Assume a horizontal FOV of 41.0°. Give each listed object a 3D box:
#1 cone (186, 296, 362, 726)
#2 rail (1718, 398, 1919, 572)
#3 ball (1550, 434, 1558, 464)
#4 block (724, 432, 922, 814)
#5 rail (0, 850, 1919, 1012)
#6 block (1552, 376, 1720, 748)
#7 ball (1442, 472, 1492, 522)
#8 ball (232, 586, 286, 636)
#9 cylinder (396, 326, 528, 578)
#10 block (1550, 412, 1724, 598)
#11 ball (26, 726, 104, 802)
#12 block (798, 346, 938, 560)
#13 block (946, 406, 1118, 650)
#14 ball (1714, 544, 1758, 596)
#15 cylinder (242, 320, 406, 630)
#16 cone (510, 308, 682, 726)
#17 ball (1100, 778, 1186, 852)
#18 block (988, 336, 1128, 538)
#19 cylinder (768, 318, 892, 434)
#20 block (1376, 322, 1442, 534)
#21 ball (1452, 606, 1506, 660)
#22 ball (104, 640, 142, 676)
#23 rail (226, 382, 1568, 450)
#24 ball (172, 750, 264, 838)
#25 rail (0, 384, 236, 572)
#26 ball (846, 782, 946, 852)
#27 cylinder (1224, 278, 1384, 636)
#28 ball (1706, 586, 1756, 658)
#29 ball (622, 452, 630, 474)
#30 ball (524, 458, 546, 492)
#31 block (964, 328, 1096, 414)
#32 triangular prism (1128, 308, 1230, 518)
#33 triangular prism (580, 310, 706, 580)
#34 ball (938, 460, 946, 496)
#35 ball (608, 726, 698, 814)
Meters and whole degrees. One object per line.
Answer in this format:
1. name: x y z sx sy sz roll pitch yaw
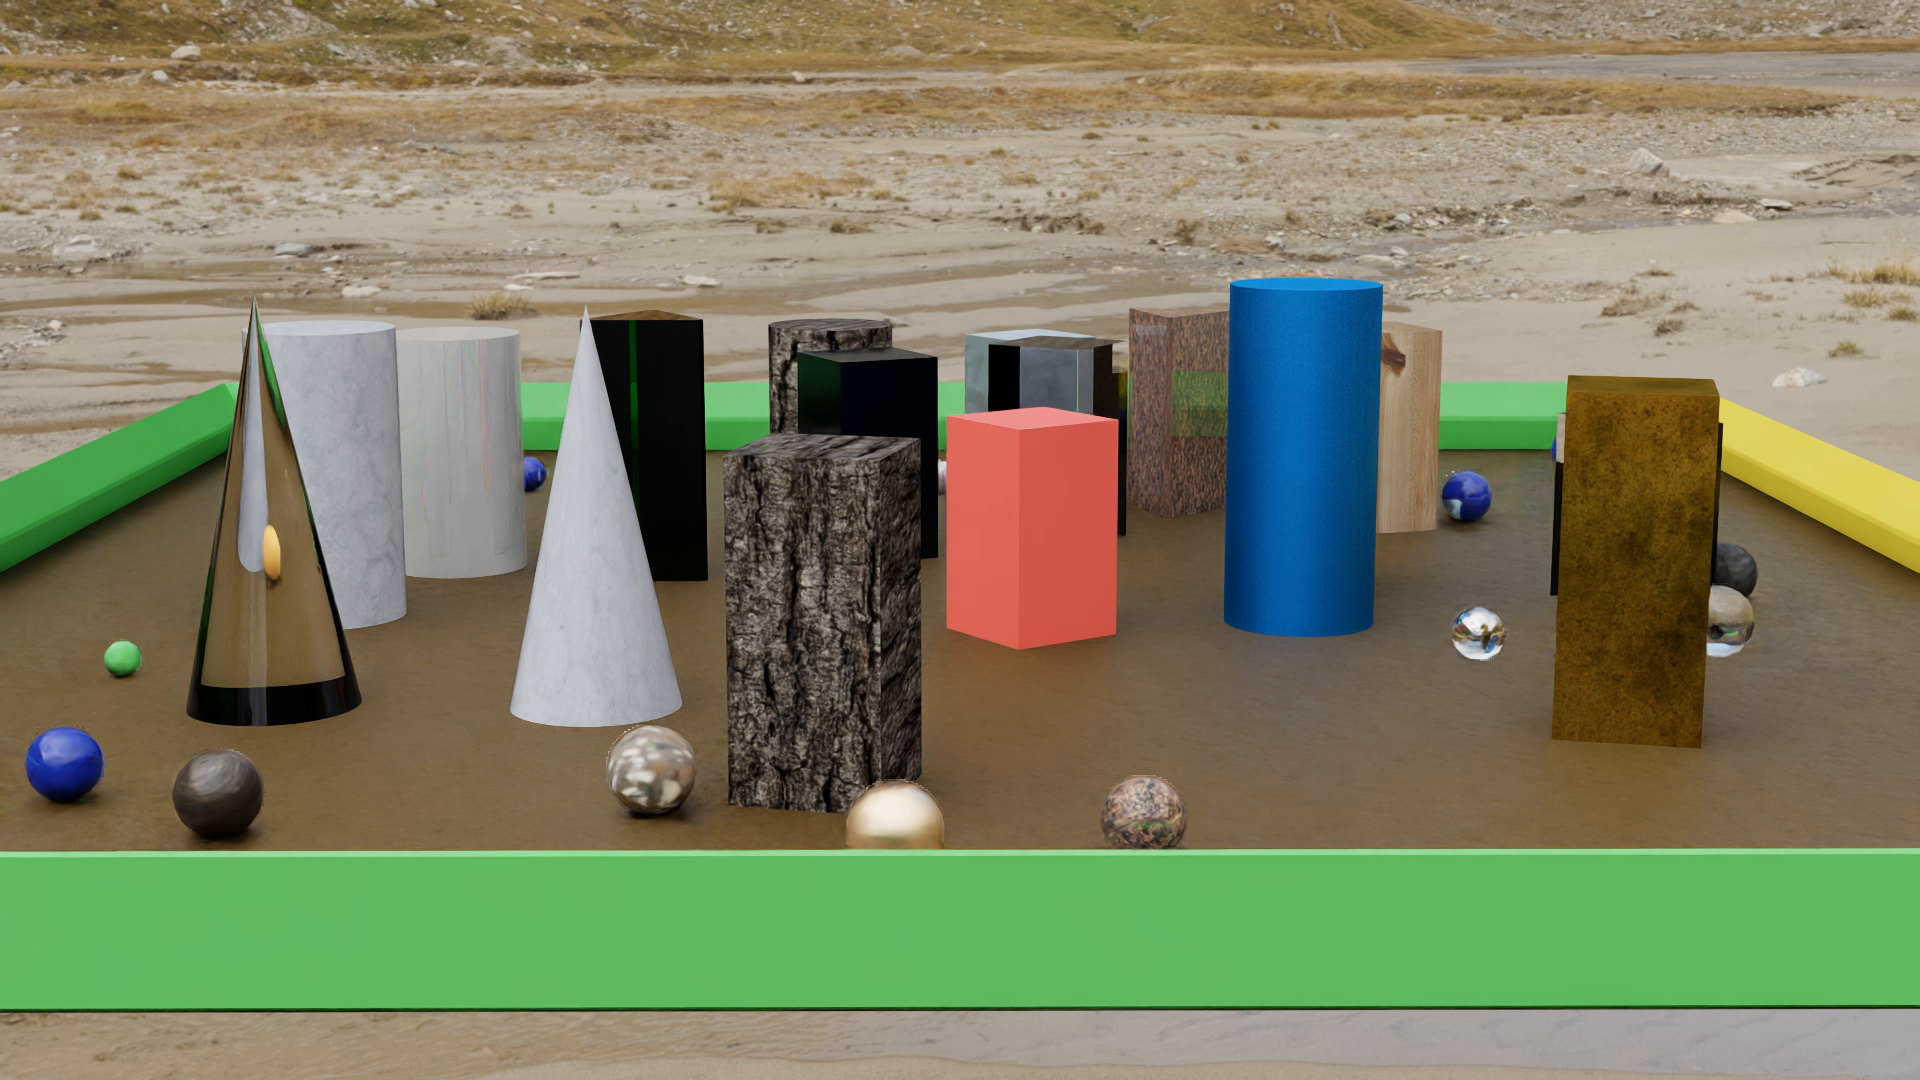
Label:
1. cone: -0.790 -0.044 2.915 0.197 0.475 0.197 0 10 0
2. rail: 1.371 0.031 3.457 0.045 0.128 2.971 0 10 0
3. ball: 1.105 -0.160 4.597 0.091 0.091 0.091 0 10 0
4. block: -0.135 0.081 2.580 0.157 0.353 0.157 3 11 13
5. rail: 0.008 0.299 2.012 2.790 0.128 0.045 0 10 0
6. block: 0.742 0.020 2.827 0.157 0.382 0.157 3 11 13
7. ball: 0.817 -0.070 4.139 0.081 0.081 0.081 0 10 0
8. ball: -0.904 0.091 3.307 0.066 0.066 0.066 0 10 0
9. cylinder: -0.737 -0.131 3.750 0.197 0.343 0.197 0 10 0
10. block: 0.919 -0.039 3.491 0.157 0.256 0.157 -3 11 -17
11. ball: -0.897 0.224 2.568 0.074 0.074 0.074 0 10 0
12. block: -0.139 -0.128 3.847 0.157 0.301 0.157 -5 12 -27
13. block: 0.092 -0.019 3.317 0.157 0.280 0.157 -7 13 -35
14. ball: 1.046 0.046 3.504 0.084 0.084 0.084 0 10 0
15. cylinder: -0.842 -0.090 3.407 0.197 0.386 0.197 0 10 0
16. cone: -0.419 -0.037 2.914 0.197 0.462 0.197 0 10 0
17. ball: 0.170 0.259 2.368 0.080 0.080 0.080 0 10 0
18. block: 0.152 -0.153 3.967 0.157 0.306 0.157 7 12 31
19. cylinder: -0.206 -0.185 4.103 0.197 0.320 0.197 0 10 0
20. block: 0.655 -0.181 4.089 0.157 0.316 0.157 -3 11 -18
21. ball: 0.642 0.116 3.176 0.066 0.066 0.066 0 10 0
22. ball: -1.010 0.143 3.096 0.043 0.043 0.043 0 10 0
23. rail: -0.008 -0.233 4.886 2.790 0.128 0.045 0 10 0
24. ball: -0.707 0.242 2.447 0.083 0.083 0.083 0 10 0
25. rail: -1.371 0.034 3.441 0.045 0.128 2.971 0 10 0
26. ball: -0.059 0.263 2.315 0.090 0.090 0.090 0 10 0
27. cylinder: 0.449 -0.112 3.364 0.197 0.446 0.197 0 10 0
28. ball: 0.942 0.101 3.192 0.090 0.090 0.090 0 10 0
29. ball: -0.615 -0.131 4.503 0.069 0.069 0.069 0 10 0
30. ball: -0.745 -0.114 4.434 0.059 0.059 0.059 0 10 0
31. block: 0.118 -0.210 4.355 0.157 0.276 0.157 -8 13 -36
32. triangular prism: 0.339 -0.216 4.248 0.148 0.328 0.170 9 14 41
33. triangular prism: -0.448 -0.139 3.707 0.170 0.374 0.148 0 10 0
34. ball: -0.041 -0.107 4.391 0.061 0.061 0.061 0 10 0
35. ball: -0.302 0.226 2.522 0.087 0.087 0.087 0 10 0
